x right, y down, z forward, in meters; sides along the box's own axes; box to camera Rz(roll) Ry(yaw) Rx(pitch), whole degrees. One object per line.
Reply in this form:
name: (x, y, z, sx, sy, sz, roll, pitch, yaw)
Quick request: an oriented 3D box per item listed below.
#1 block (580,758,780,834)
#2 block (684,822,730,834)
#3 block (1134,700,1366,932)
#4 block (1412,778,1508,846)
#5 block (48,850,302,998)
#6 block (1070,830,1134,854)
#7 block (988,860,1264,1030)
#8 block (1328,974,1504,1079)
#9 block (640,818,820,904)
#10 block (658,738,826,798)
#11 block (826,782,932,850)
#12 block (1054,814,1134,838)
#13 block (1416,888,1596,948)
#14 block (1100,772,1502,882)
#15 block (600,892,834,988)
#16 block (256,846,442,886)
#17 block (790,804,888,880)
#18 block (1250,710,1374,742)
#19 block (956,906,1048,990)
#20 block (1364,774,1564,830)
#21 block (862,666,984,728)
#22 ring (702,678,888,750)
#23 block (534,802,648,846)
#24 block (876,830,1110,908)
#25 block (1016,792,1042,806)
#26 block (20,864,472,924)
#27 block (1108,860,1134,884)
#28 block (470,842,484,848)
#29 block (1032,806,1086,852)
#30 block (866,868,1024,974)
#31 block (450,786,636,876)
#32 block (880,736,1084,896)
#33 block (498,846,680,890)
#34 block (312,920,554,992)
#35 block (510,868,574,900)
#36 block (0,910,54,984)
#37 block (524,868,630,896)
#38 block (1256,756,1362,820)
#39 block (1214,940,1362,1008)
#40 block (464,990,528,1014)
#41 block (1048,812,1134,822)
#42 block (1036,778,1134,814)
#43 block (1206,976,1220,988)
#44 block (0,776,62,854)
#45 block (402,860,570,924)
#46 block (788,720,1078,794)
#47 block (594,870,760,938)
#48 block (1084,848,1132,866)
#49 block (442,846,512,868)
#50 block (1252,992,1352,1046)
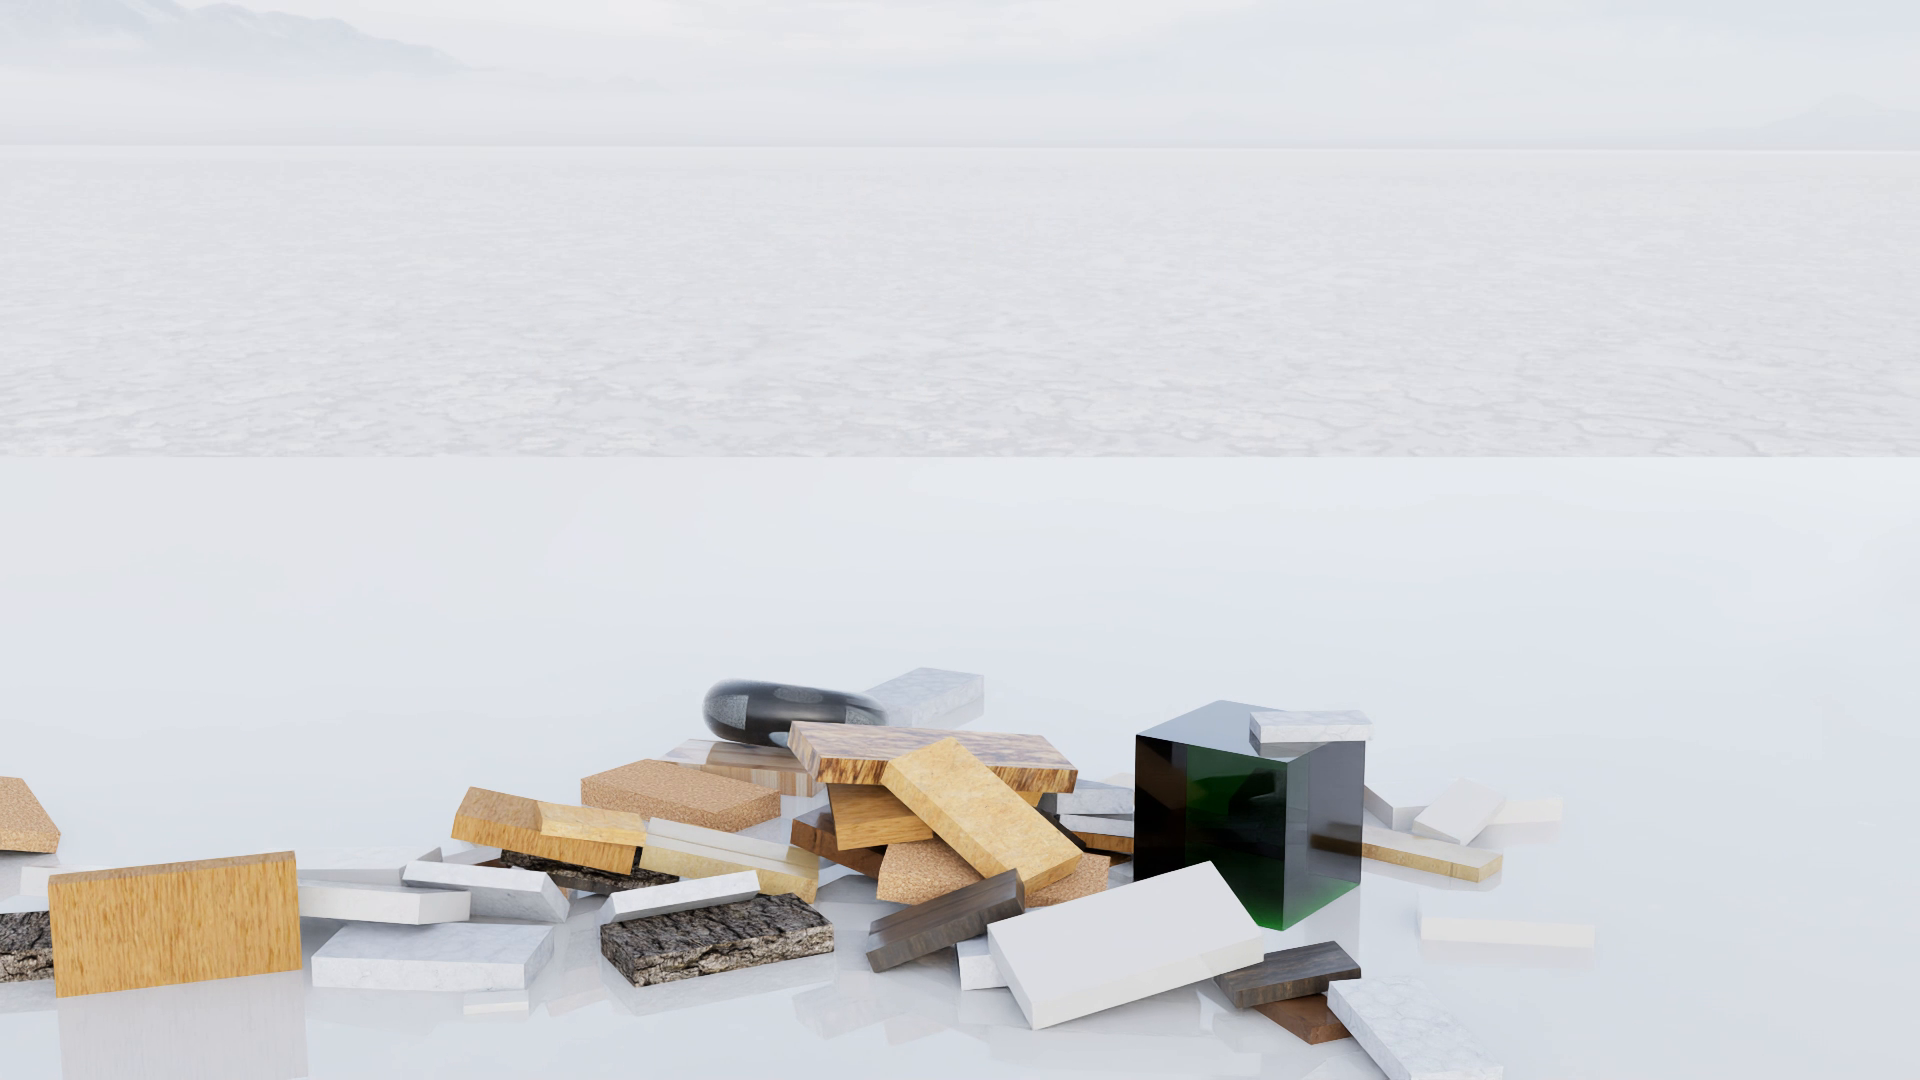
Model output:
block: (-0.524, 0.482, 4.118, 0.349, 0.049, 0.175, 8, 13, 37)
block: (-0.450, 0.537, 3.888, 0.171, 0.024, 0.086, 7, 13, 35)
block: (0.482, 0.450, 3.660, 0.279, 0.279, 0.279, 8, 13, 35)
block: (0.901, 0.493, 3.962, 0.093, 0.026, 0.185, 23, 33, 32)
block: (-1.170, 0.573, 3.288, 0.346, 0.173, 0.049, -4, 11, -19)
block: (0.277, 0.527, 3.810, 0.173, 0.024, 0.086, 0, -11, 45)
block: (0.241, 0.589, 3.216, 0.360, 0.051, 0.180, -13, 33, -15)
block: (0.619, 0.678, 3.013, 0.132, 0.037, 0.265, -2, 16, -15)
block: (-0.382, 0.534, 3.673, 0.292, 0.041, 0.146, 13, 9, -6)
block: (-0.413, 0.446, 4.318, 0.326, 0.046, 0.163, 3, 11, 17)
block: (-0.143, 0.431, 3.720, 0.155, 0.044, 0.311, -7, 17, -6)
block: (0.265, 0.509, 3.888, 0.192, 0.027, 0.096, 7, -9, -4)
block: (0.866, 0.602, 3.504, 0.265, 0.037, 0.132, 2, 11, 8)
block: (0.596, 0.516, 3.997, 0.794, 0.026, 0.093, 8, 13, 38)
block: (-0.376, 0.616, 3.402, 0.322, 0.046, 0.161, -5, 12, -27)
block: (-1.050, 0.548, 3.677, 0.358, 0.034, 0.119, -4, 9, 22)
block: (-0.109, 0.527, 3.744, 0.326, 0.046, 0.163, 17, 18, 31)
block: (0.576, 0.305, 3.605, 0.185, 0.026, 0.093, -1, 11, -4)
block: (0.175, 0.609, 3.346, 0.360, 0.051, 0.180, -5, 11, -2)
block: (0.935, 0.488, 4.099, 0.330, 0.044, 0.154, -2, 11, -10)
block: (-0.095, 0.346, 4.856, 0.163, 0.046, 0.326, 6, 12, 28)
ring: (-0.329, 0.355, 4.414, 0.378, 0.126, 0.378, 7, -5, 1)
block: (-0.603, 0.463, 3.586, 0.171, 0.024, 0.086, 10, 11, -20)
block: (0.057, 0.548, 3.569, 0.360, 0.051, 0.180, 9, 18, 4)
block: (0.041, 0.425, 3.974, 0.122, 0.035, 0.245, 27, -5, -23)
block: (-1.140, 0.563, 3.503, 0.714, 0.046, 0.161, 1, -7, 16)
block: (0.313, 0.564, 3.762, 0.115, 0.016, 0.058, -8, 13, -37)
block: (-0.833, 0.527, 3.940, 0.085, 0.024, 0.171, -5, 12, -26)
block: (0.027, 0.489, 3.825, 0.349, 0.049, 0.175, 7, -22, 35)
block: (-0.021, 0.581, 3.365, 0.245, 0.035, 0.122, -22, 11, 6)
block: (-0.675, 0.476, 3.608, 0.292, 0.041, 0.146, 13, 10, -6)
block: (0.034, 0.448, 3.559, 0.310, 0.044, 0.155, 39, 35, 28)
block: (-0.611, 0.523, 3.669, 0.292, 0.041, 0.146, 12, 10, -8)
block: (-0.795, 0.629, 3.331, 0.322, 0.046, 0.161, 1, 11, 5)
block: (-0.741, 0.575, 3.676, 0.186, 0.026, 0.093, 0, 11, 1)
block: (-1.434, 0.621, 3.365, 0.346, 0.049, 0.173, -2, 11, -11)
block: (-0.632, 0.554, 3.666, 0.186, 0.026, 0.093, 12, 10, -10)
block: (0.660, 0.463, 4.144, 0.154, 0.044, 0.309, 5, 7, 16)
block: (0.475, 0.631, 3.199, 0.192, 0.027, 0.096, -8, 16, -12)
block: (-0.674, 0.671, 3.196, 0.092, 0.013, 0.046, -2, 11, -11)
block: (0.367, 0.498, 3.978, 0.452, 0.024, 0.086, -1, 0, 15)
block: (0.172, 0.462, 4.021, 0.154, 0.044, 0.309, 3, -2, -26)
block: (0.410, 0.641, 3.322, 0.096, 0.027, 0.192, -5, 12, -24)
block: (-1.714, 0.486, 3.931, 0.132, 0.037, 0.265, 12, 9, -40)
block: (-0.757, 0.563, 3.521, 0.238, 0.034, 0.119, 3, -33, 14)
block: (-0.045, 0.372, 3.763, 0.477, 0.044, 0.155, 6, 16, -25)
block: (-0.447, 0.576, 3.475, 0.238, 0.034, 0.119, -5, -26, -27)
block: (0.232, 0.554, 3.818, 0.115, 0.016, 0.058, 6, 12, 29)
block: (-0.835, 0.548, 3.677, 0.186, 0.026, 0.093, -14, 10, 6)
block: (0.490, 0.673, 3.153, 0.086, 0.024, 0.173, -5, 12, -25)
